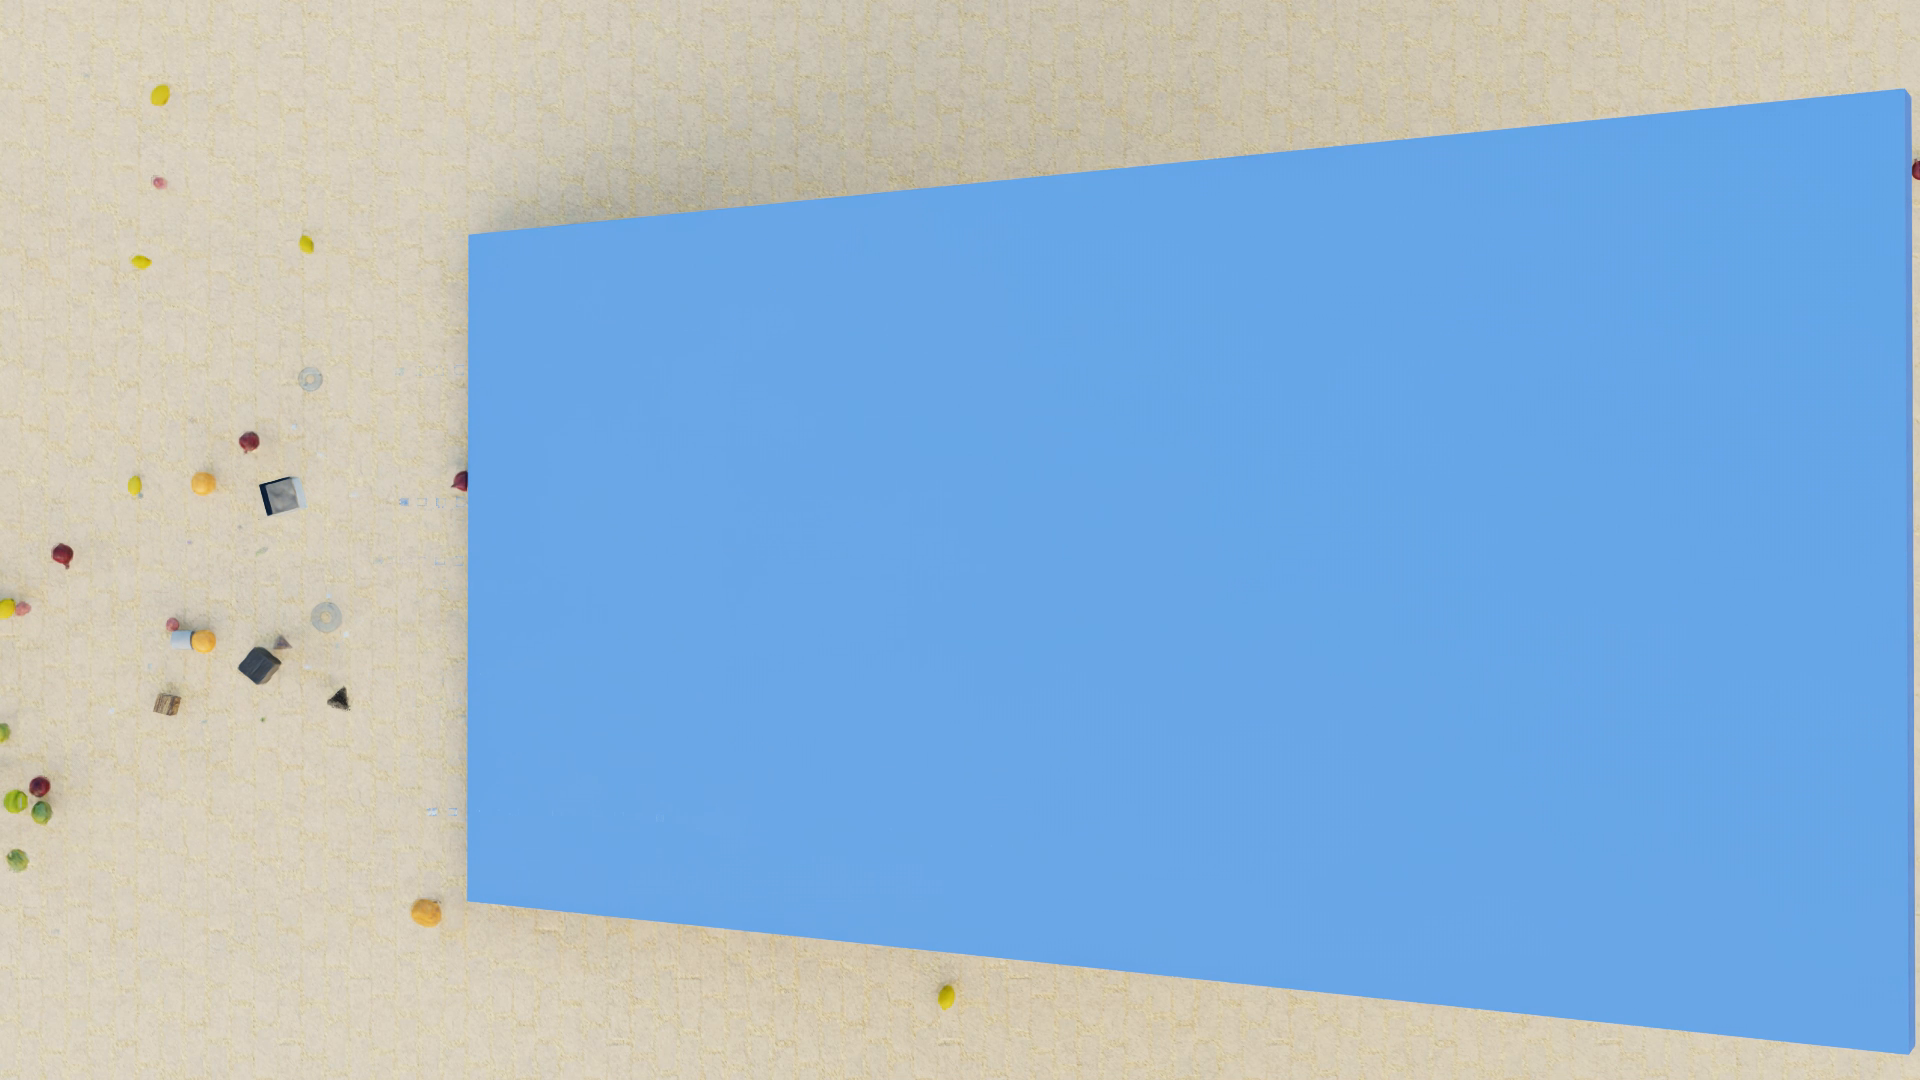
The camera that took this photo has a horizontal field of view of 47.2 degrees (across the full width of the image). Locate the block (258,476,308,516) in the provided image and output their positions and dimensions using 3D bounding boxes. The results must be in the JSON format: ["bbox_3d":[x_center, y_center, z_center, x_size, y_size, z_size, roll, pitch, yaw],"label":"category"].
[{"bbox_3d":[-2.041,-0.131,6.637,0.098,0.098,0.098,-15,89,0],"label":"block"}]

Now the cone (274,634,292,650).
[{"bbox_3d":[-2.047,0.319,6.670,0.052,0.052,0.052,24,89,-27],"label":"cone"}]

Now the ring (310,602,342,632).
[{"bbox_3d":[-1.921,0.234,6.667,0.095,0.032,0.095,0,90,-1],"label":"ring"}]

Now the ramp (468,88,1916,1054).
[{"bbox_3d":[0.267,0.073,5.617,4.000,0.100,2.000,0,89,31],"label":"ramp"}]

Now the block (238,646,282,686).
[{"bbox_3d":[-2.114,0.380,6.640,0.081,0.081,0.081,39,90,0],"label":"block"}]

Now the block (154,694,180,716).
[{"bbox_3d":[-2.398,0.497,6.652,0.055,0.055,0.055,14,89,0],"label":"block"}]

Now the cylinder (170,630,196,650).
[{"bbox_3d":[-2.349,0.304,6.653,0.057,0.057,0.057,-1,89,0],"label":"cylinder"}]

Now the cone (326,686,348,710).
[{"bbox_3d":[-1.877,0.471,6.665,0.065,0.065,0.065,12,63,0],"label":"cone"}]

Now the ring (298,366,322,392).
[{"bbox_3d":[-1.972,-0.488,6.677,0.076,0.025,0.076,0,88,1],"label":"ring"}]
